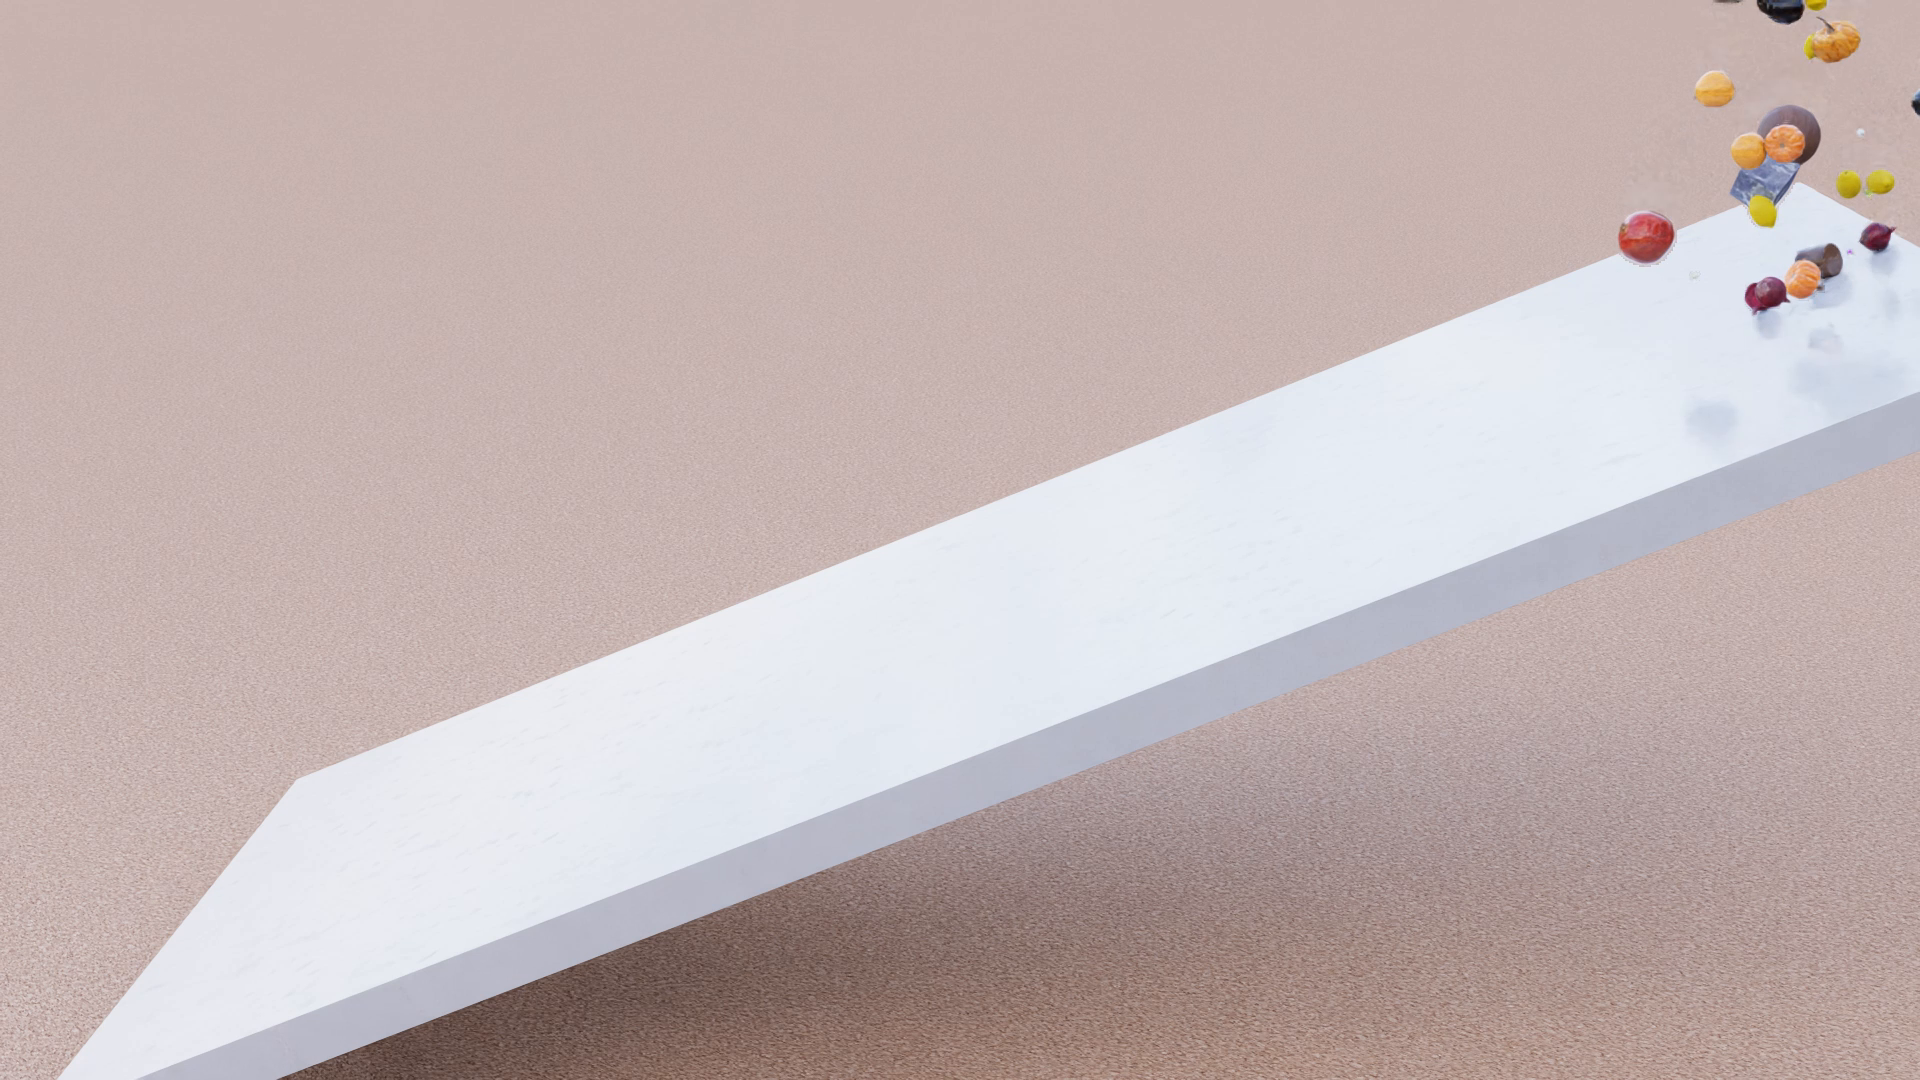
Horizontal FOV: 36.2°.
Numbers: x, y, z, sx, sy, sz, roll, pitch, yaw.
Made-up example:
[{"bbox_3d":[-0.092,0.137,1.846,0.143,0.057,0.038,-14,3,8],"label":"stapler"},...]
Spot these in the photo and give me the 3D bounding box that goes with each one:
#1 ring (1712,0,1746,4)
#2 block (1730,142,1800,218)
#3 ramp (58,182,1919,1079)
[{"bbox_3d":[1.499,-1.097,5.714,0.148,0.049,0.148,5,-26,2],"label":"ring"},{"bbox_3d":[1.641,-0.735,5.998,0.089,0.089,0.089,37,70,15],"label":"block"},{"bbox_3d":[0.127,0.172,6.288,4.000,0.100,2.000,-22,12,8],"label":"ramp"}]
